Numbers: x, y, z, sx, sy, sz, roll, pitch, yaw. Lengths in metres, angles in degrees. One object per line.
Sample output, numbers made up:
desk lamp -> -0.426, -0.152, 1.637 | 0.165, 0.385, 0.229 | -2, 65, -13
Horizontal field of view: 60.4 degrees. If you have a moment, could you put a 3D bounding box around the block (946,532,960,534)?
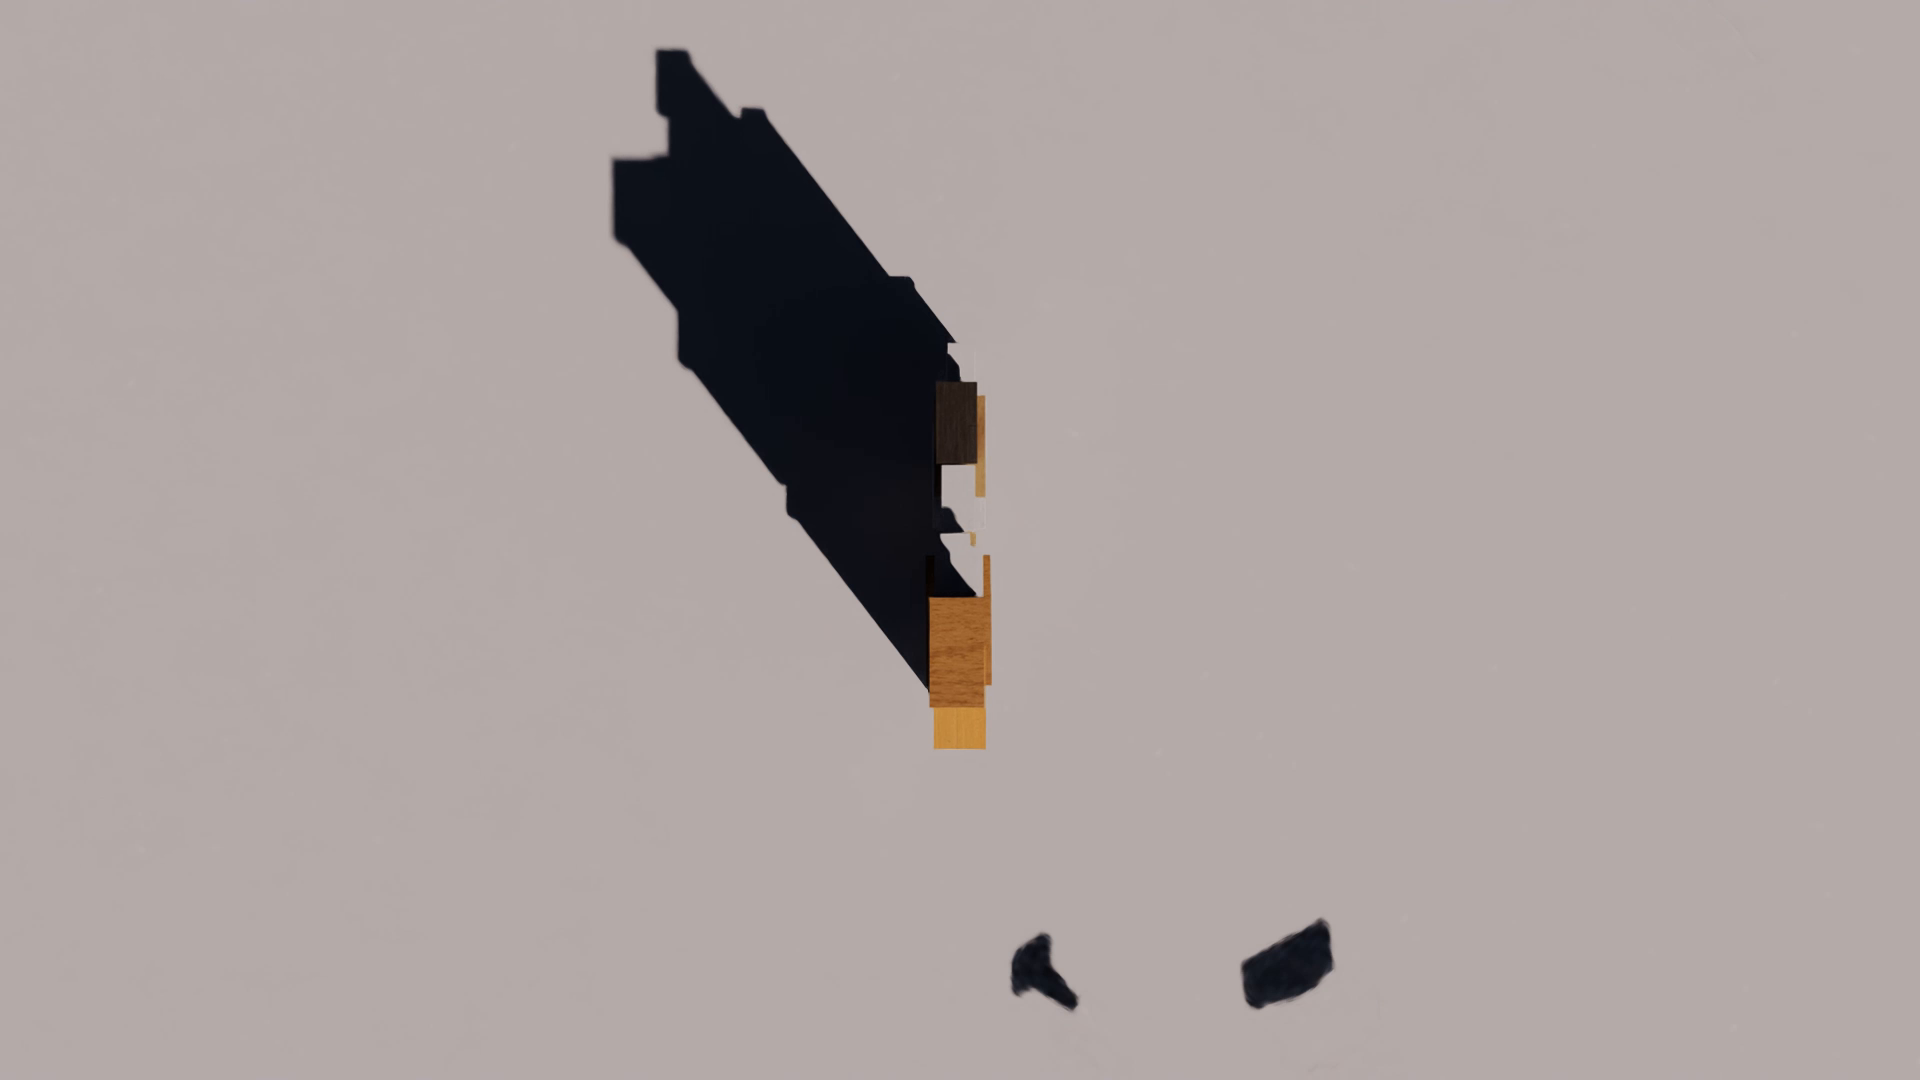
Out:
block -> -0.007, -0.049, 4.622 | 0.061, 0.017, 0.122 | 1, 90, 0

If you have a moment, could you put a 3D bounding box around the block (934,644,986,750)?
block -> 0.000, 0.404, 4.259 | 0.133, 0.038, 0.266 | 0, 90, 1

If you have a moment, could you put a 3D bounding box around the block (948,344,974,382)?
block -> 0.003, -0.463, 4.509 | 0.074, 0.021, 0.148 | 1, 90, 0

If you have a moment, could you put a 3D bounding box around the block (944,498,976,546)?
block -> 0.000, -0.056, 4.766 | 0.094, 0.027, 0.187 | 1, 90, 0

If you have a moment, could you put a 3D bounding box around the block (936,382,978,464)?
block -> -0.008, -0.293, 4.141 | 0.102, 0.029, 0.204 | 0, 90, 0

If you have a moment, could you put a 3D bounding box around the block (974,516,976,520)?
block -> -0.003, -0.049, 4.402 | 0.085, 0.422, 0.024 | 1, 90, 0

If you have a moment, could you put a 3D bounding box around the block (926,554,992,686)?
block -> -0.004, 0.222, 4.570 | 0.180, 0.051, 0.359 | -1, 90, 0

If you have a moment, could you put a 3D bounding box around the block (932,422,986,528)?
block -> -0.004, -0.193, 4.989 | 0.160, 0.045, 0.320 | 0, 90, 0

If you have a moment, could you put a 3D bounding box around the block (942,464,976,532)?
block -> -0.005, -0.105, 4.178 | 0.085, 0.024, 0.170 | 0, 91, 0

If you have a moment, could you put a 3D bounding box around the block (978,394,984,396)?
block -> 0.003, -0.285, 4.687 | 0.131, 0.037, 0.261 | 0, 90, 0

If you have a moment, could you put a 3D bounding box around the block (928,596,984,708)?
block -> -0.008, 0.269, 3.959 | 0.131, 0.037, 0.263 | 0, 90, 0

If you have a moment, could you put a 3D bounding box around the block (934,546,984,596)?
block -> -0.003, 0.142, 4.277 | 0.125, 0.035, 0.249 | 0, 90, 0

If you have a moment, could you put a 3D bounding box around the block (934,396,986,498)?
block -> -0.001, -0.248, 4.379 | 0.135, 0.038, 0.269 | 0, 90, 0

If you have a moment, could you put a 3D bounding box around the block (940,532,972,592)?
block -> -0.010, 0.056, 4.103 | 0.073, 0.021, 0.146 | -1, 90, 0

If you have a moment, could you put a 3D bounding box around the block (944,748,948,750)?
block -> 0.004, 0.504, 4.745 | 0.098, 0.028, 0.195 | 0, 90, 0

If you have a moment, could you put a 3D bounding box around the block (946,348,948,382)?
block -> 0.002, -0.511, 5.203 | 0.090, 0.026, 0.180 | 0, 90, 0
